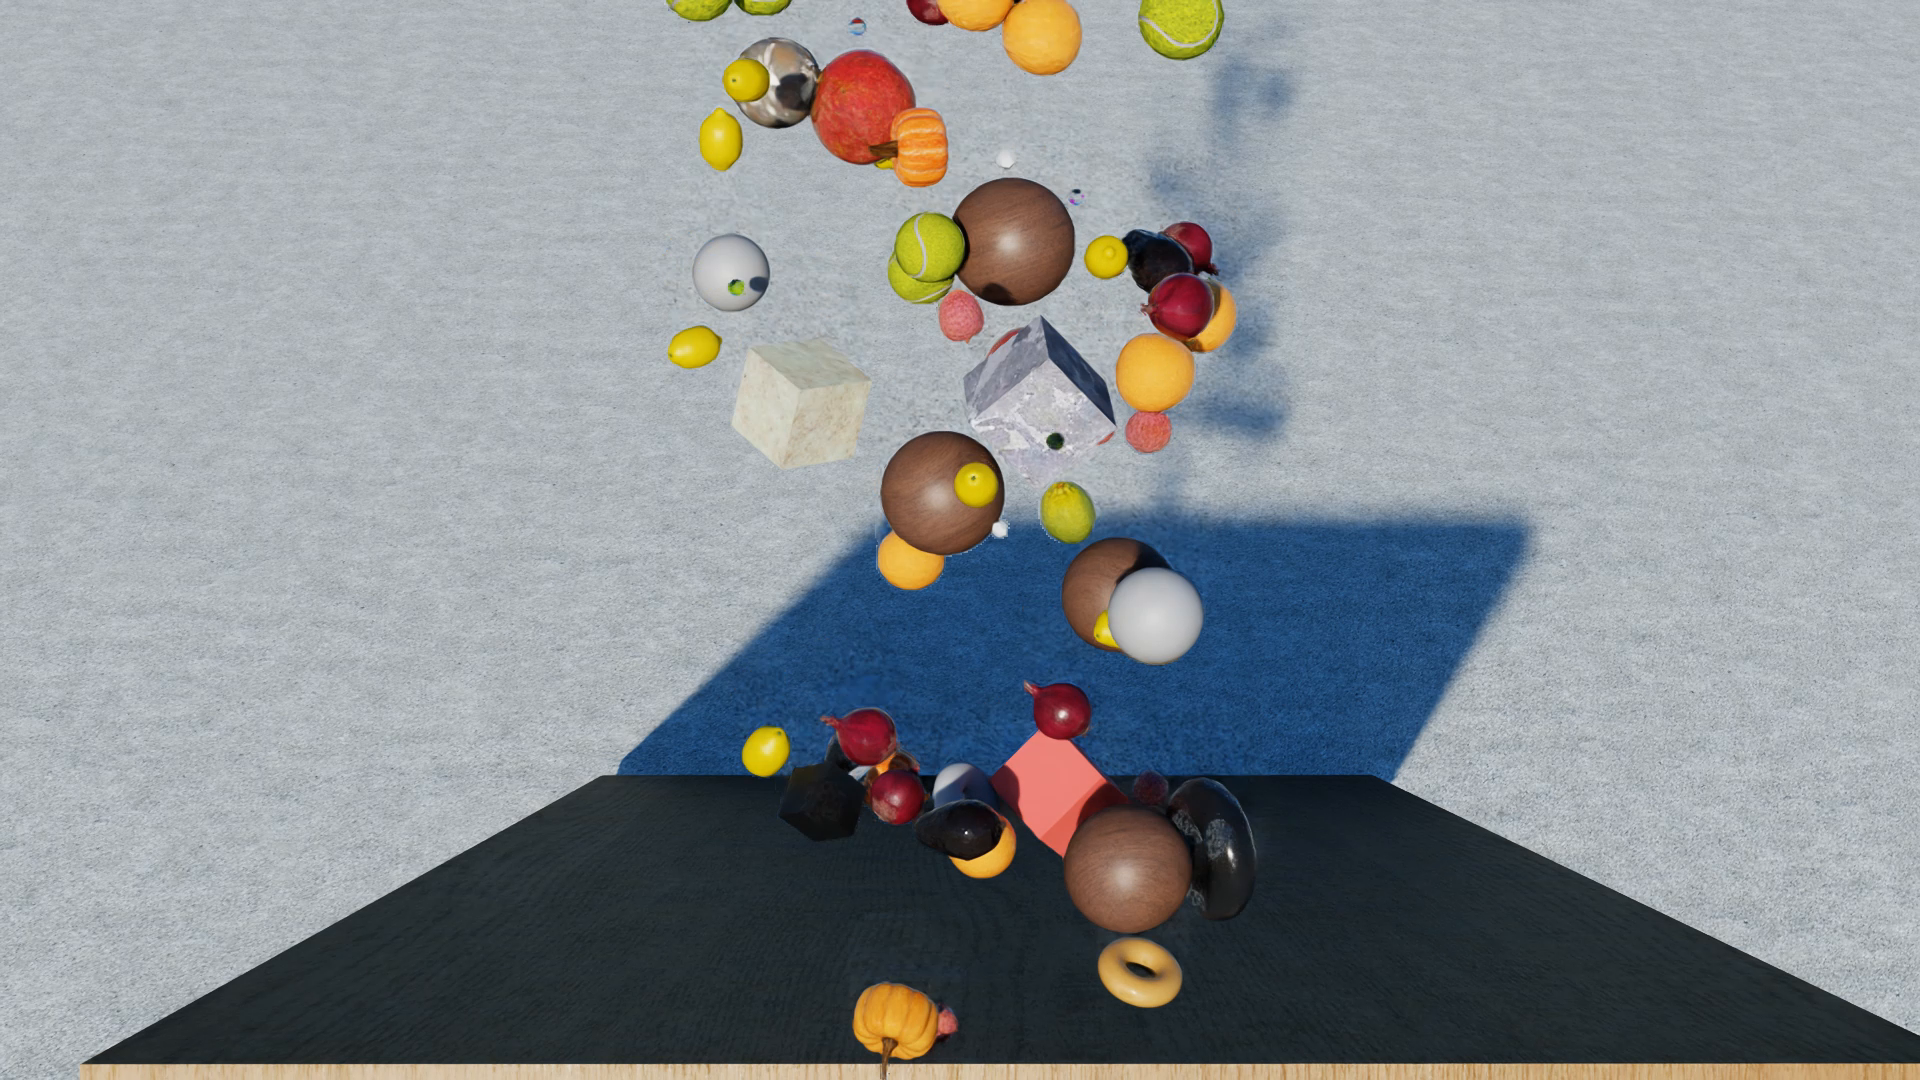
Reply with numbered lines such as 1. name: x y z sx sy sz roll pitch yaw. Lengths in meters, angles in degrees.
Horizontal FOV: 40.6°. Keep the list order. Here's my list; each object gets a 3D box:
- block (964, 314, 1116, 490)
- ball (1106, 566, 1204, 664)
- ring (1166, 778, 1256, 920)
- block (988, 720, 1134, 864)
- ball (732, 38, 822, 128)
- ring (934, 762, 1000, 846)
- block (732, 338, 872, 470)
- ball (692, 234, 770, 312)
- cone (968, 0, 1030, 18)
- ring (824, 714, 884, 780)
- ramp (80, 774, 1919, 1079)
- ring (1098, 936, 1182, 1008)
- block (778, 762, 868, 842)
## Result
1. block: 0.075 -0.130 2.453 0.098 0.098 0.098 -39 25 17
2. ball: 0.182 0.070 2.406 0.090 0.090 0.090 0 32 0
3. ring: 0.255 0.315 2.643 0.049 0.147 0.147 -9 33 -20
4. block: 0.108 0.272 2.795 0.094 0.094 0.094 -45 57 1
5. ball: -0.187 -0.467 2.649 0.092 0.092 0.092 0 32 0
6. ring: 0.007 0.282 2.766 0.031 0.094 0.094 -23 19 33
7. block: -0.156 -0.134 2.539 0.088 0.088 0.088 -11 38 -39
8. ball: -0.236 -0.275 2.674 0.080 0.080 0.080 0 32 0
9. cone: 0.044 -0.557 2.513 0.071 0.071 0.071 11 64 17
10. ring: -0.121 0.238 2.947 0.029 0.087 0.087 27 41 29
11. ramp: 0.072 0.631 4.729 2.000 0.100 4.000 0 -1 0
12. ring: 0.193 0.464 2.783 0.094 0.031 0.094 12 33 -8
13. block: -0.150 0.287 2.837 0.060 0.060 0.060 -14 47 40
